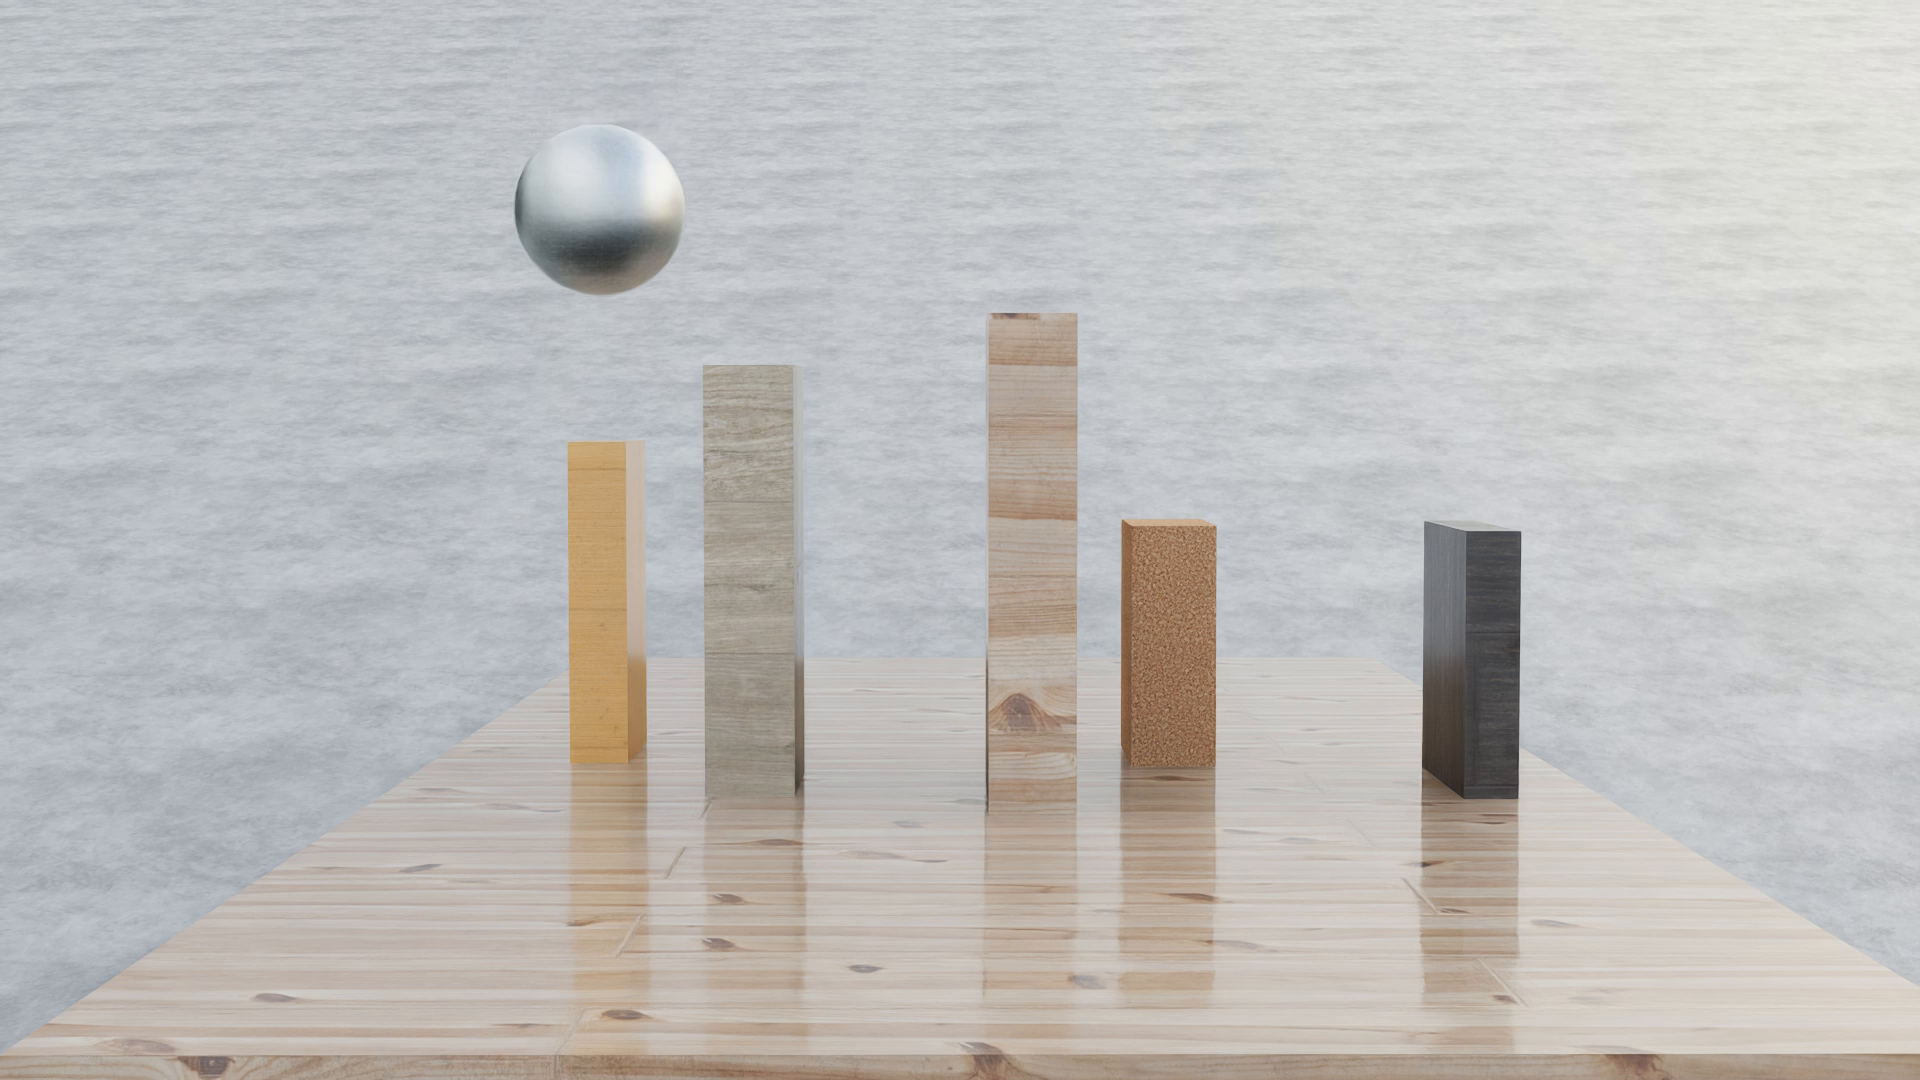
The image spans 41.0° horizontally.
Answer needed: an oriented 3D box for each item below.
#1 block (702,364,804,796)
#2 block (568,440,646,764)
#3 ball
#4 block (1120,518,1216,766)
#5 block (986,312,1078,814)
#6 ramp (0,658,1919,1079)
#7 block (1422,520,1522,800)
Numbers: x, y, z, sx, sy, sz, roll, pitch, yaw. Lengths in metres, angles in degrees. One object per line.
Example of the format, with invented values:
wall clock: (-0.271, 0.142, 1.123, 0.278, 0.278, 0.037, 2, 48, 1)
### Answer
block: (-0.344, 0.061, 4.323, 0.147, 0.705, 0.270, 0, 3, 0)
block: (-0.647, 0.105, 4.731, 0.103, 0.574, 0.283, 0, 3, 0)
ball: (-0.319, -0.293, 2.279, 0.151, 0.151, 0.151, 0, 22, 0)
block: (0.378, 0.181, 4.688, 0.150, 0.427, 0.284, 0, 3, 0)
block: (0.113, 0.027, 4.221, 0.138, 0.782, 0.426, 0, 3, 0)
ramp: (0.050, 0.453, 4.532, 2.000, 0.100, 4.000, 0, 3, 0)
block: (0.862, 0.193, 4.351, 0.089, 0.436, 0.374, 0, 3, 0)
